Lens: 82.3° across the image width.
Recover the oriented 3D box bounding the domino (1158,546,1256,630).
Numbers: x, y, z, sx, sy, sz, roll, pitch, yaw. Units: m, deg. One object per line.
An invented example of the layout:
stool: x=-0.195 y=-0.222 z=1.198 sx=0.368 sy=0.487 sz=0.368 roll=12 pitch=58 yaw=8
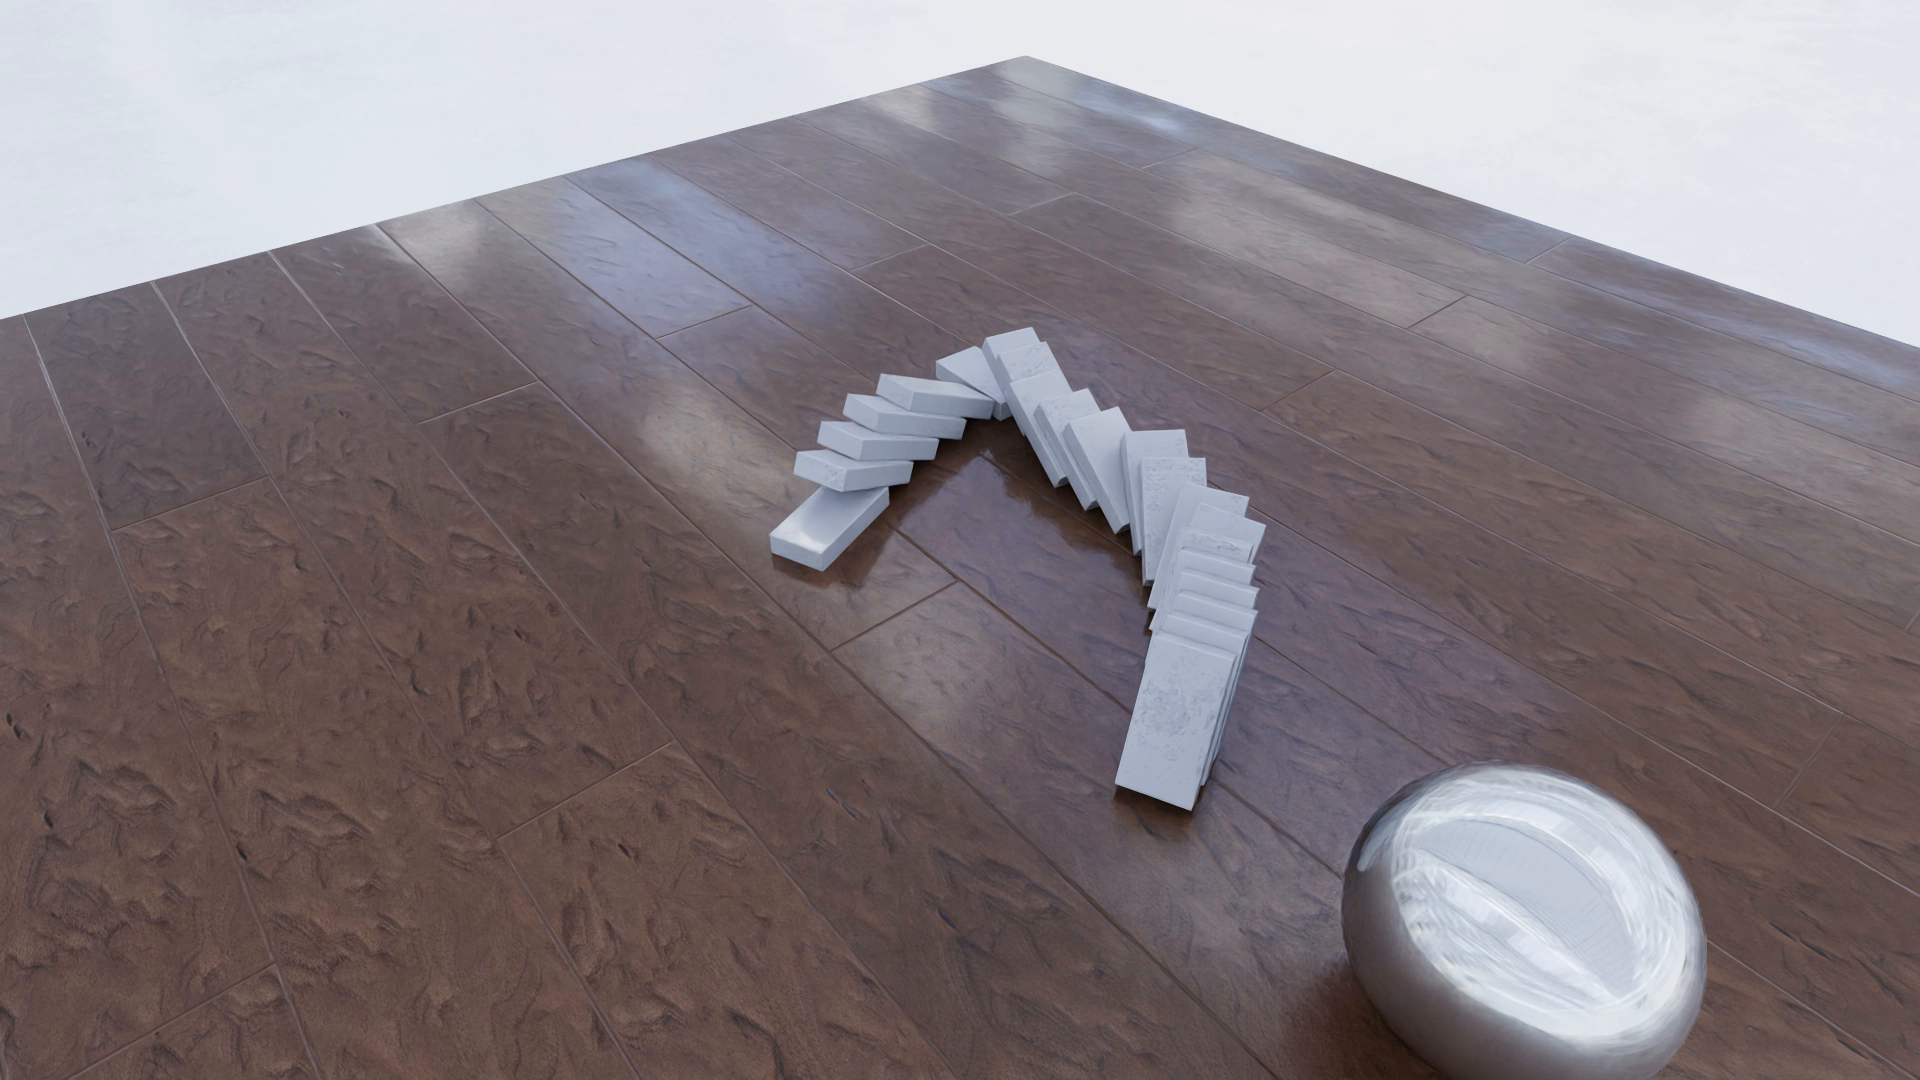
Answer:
domino: x=0.082 y=0.030 z=0.377 sx=0.025 sy=0.050 sz=0.009 roll=16 pitch=12 yaw=19

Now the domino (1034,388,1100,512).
domino: x=0.054 y=-0.039 z=0.474 sx=0.025 sy=0.010 sz=0.050 roll=-19 pitch=72 yaw=-22

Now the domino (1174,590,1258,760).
domino: x=0.078 y=0.044 z=0.359 sx=0.025 sy=0.050 sz=0.010 roll=17 pitch=12 yaw=19

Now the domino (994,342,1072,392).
domino: x=0.038 y=-0.065 z=0.503 sx=0.025 sy=0.010 sz=0.050 roll=-18 pitch=71 yaw=-20

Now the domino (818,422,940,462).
domino: x=-0.035 y=-0.043 z=0.478 sx=0.025 sy=0.009 sz=0.050 roll=25 pitch=19 yaw=33

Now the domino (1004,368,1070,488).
domino: x=0.043 y=-0.050 z=0.486 sx=0.025 sy=0.009 sz=0.050 roll=-20 pitch=71 yaw=-21

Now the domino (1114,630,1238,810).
domino: x=0.067 y=0.056 z=0.344 sx=0.025 sy=0.050 sz=0.009 roll=17 pitch=12 yaw=19

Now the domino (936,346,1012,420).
domino: x=0.013 y=-0.077 z=0.538 sx=0.025 sy=0.010 sz=0.050 roll=-26 pitch=46 yaw=-29

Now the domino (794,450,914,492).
domino: x=-0.044 y=-0.030 z=0.462 sx=0.025 sy=0.009 sz=0.050 roll=21 pitch=16 yaw=26

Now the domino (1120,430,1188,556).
domino: x=0.081 y=-0.019 z=0.446 sx=0.025 sy=0.009 sz=0.050 roll=-3 pitch=73 yaw=-5

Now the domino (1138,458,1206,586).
domino: x=0.084 y=-0.007 z=0.432 sx=0.025 sy=0.009 sz=0.050 roll=1 pitch=73 yaw=1

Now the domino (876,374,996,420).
domino: x=-0.011 y=-0.066 z=0.505 sx=0.050 sy=0.010 sz=0.025 roll=0 pitch=24 yaw=-43

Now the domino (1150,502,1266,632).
domino: x=0.090 y=0.014 z=0.400 sx=0.025 sy=0.009 sz=0.050 roll=21 pitch=85 yaw=18

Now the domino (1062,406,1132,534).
domino: x=0.066 y=-0.030 z=0.461 sx=0.025 sy=0.010 sz=0.050 roll=-19 pitch=73 yaw=-22

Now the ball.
ball: x=0.136 y=0.095 z=0.272 sx=0.080 sy=0.080 sz=0.080 roll=0 pitch=39 yaw=0

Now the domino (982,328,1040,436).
domino: x=0.032 y=-0.075 z=0.517 sx=0.025 sy=0.009 sz=0.050 roll=-17 pitch=70 yaw=-20

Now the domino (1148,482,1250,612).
domino: x=0.090 y=0.006 z=0.414 sx=0.025 sy=0.009 sz=0.050 roll=15 pitch=80 yaw=17

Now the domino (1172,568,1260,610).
domino: x=0.081 y=0.037 z=0.368 sx=0.025 sy=0.050 sz=0.010 roll=16 pitch=12 yaw=19

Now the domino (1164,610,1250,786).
domino: x=0.073 y=0.050 z=0.352 sx=0.025 sy=0.050 sz=0.010 roll=17 pitch=12 yaw=19

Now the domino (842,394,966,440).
domino: x=-0.024 y=-0.055 z=0.492 sx=0.050 sy=0.010 sz=0.025 roll=0 pitch=23 yaw=-42

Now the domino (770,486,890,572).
domino: x=-0.053 y=-0.009 z=0.454 sx=0.025 sy=0.010 sz=0.050 roll=19 pitch=43 yaw=22

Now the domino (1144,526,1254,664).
domino: x=0.084 y=0.023 z=0.385 sx=0.025 sy=0.050 sz=0.010 roll=16 pitch=12 yaw=19
